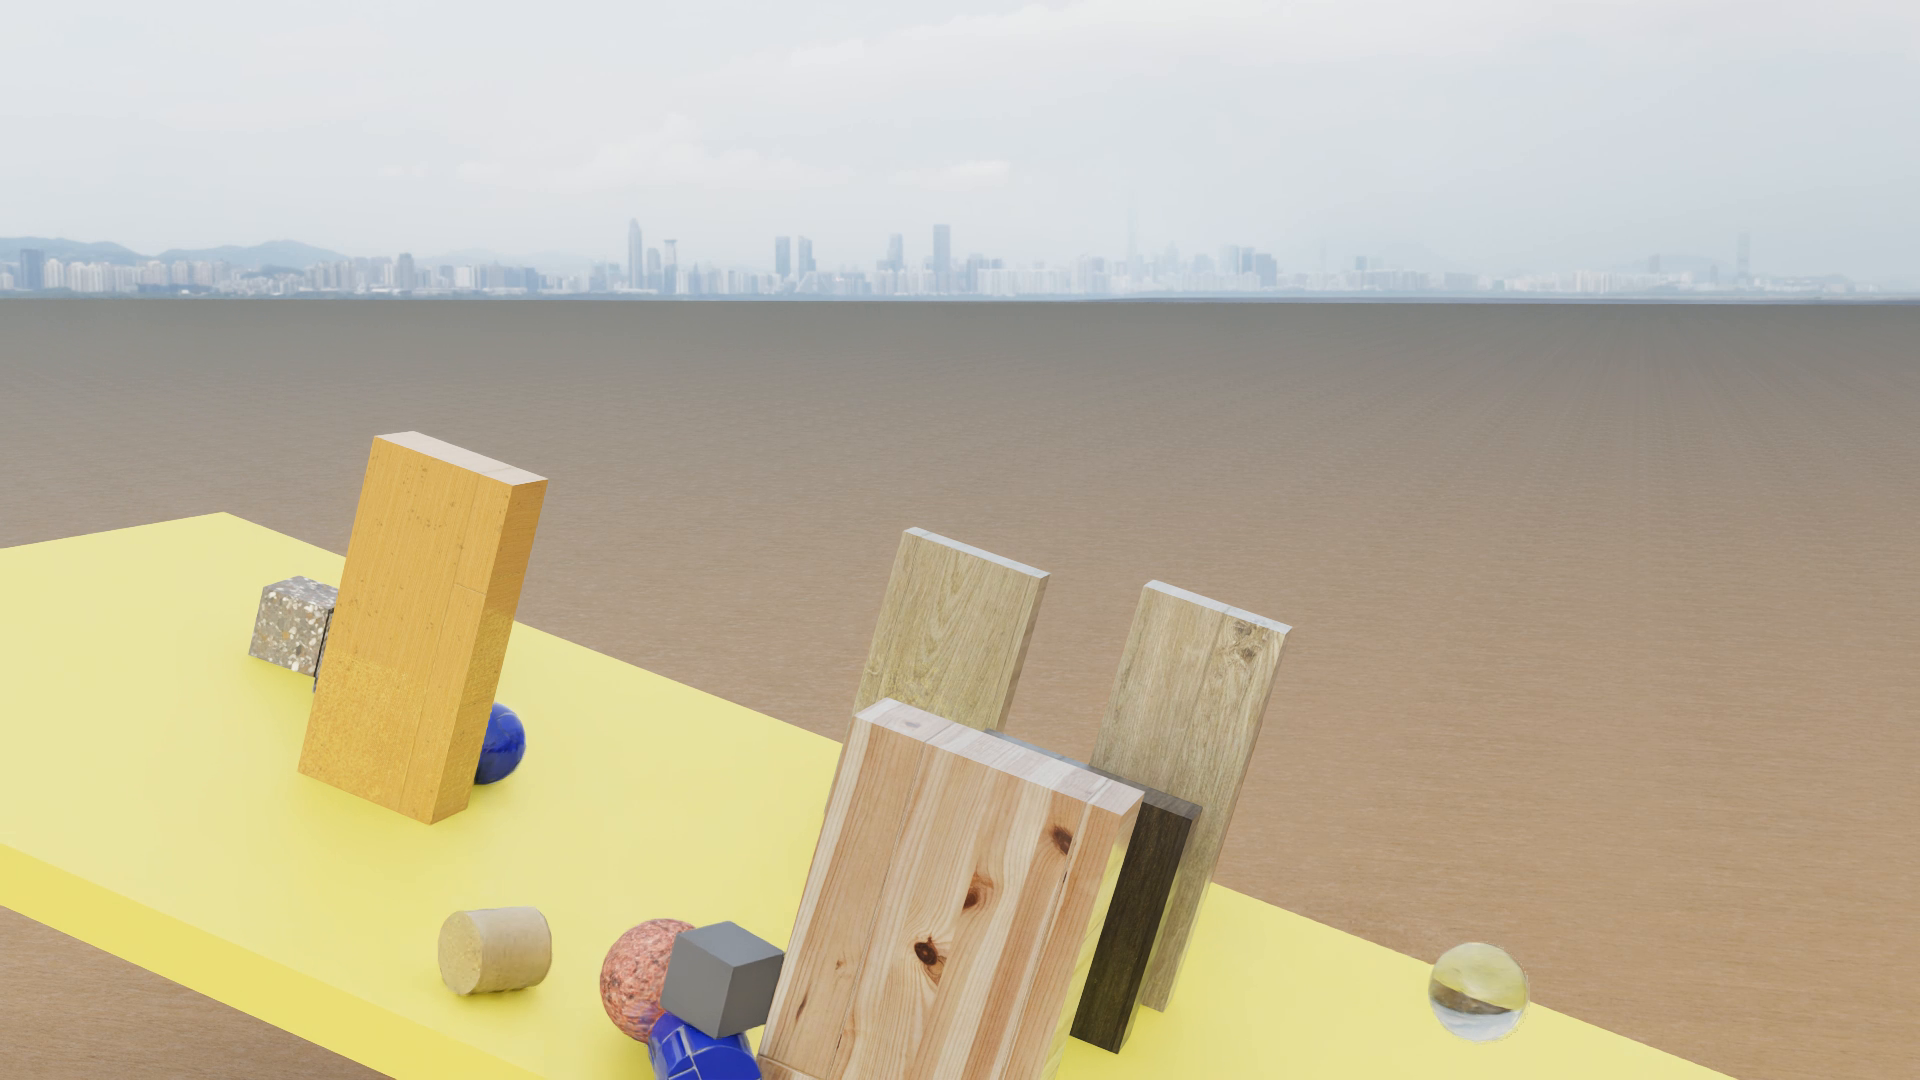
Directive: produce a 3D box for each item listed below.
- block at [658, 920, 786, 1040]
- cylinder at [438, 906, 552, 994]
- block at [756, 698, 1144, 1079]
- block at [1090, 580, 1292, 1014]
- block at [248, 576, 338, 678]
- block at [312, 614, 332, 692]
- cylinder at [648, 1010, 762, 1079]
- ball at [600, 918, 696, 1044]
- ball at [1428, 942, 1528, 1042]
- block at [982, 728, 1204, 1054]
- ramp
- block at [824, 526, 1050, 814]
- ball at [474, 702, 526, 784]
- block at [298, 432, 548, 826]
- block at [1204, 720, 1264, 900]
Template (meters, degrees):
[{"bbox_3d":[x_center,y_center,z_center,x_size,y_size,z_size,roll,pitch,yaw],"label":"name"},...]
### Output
[{"bbox_3d":[-0.354,0.653,3.274,0.117,0.117,0.117,22,14,32],"label":"block"},{"bbox_3d":[-0.737,0.649,3.487,0.129,0.129,0.129,4,2,-45],"label":"cylinder"},{"bbox_3d":[-0.030,0.620,3.278,0.419,0.652,0.149,19,12,14],"label":"block"},{"bbox_3d":[0.377,0.487,4.176,0.277,0.771,0.090,19,12,14],"label":"block"},{"bbox_3d":[-1.406,0.184,4.728,0.154,0.154,0.154,18,12,9],"label":"block"},{"bbox_3d":[-1.213,0.255,4.603,0.174,0.174,0.174,20,12,20],"label":"block"},{"bbox_3d":[-0.381,0.786,3.278,0.149,0.149,0.149,-2,16,-16],"label":"cylinder"},{"bbox_3d":[-0.462,0.687,3.419,0.195,0.195,0.195,0,7,0],"label":"ball"},{"bbox_3d":[1.055,0.921,4.481,0.200,0.200,0.200,0,7,0],"label":"ball"},{"bbox_3d":[0.166,0.632,3.985,0.421,0.457,0.101,19,12,14],"label":"block"},{"bbox_3d":[-0.372,0.720,4.236,4.000,0.100,2.000,19,12,14],"label":"ramp"},{"bbox_3d":[-0.052,0.329,4.656,0.310,0.645,0.081,19,12,14],"label":"block"},{"bbox_3d":[-0.937,0.398,4.325,0.166,0.166,0.166,0,7,0],"label":"ball"},{"bbox_3d":[-1.003,0.162,4.098,0.292,0.664,0.136,19,12,14],"label":"block"},{"bbox_3d":[0.442,0.551,4.828,0.318,0.428,0.108,19,12,14],"label":"block"}]
